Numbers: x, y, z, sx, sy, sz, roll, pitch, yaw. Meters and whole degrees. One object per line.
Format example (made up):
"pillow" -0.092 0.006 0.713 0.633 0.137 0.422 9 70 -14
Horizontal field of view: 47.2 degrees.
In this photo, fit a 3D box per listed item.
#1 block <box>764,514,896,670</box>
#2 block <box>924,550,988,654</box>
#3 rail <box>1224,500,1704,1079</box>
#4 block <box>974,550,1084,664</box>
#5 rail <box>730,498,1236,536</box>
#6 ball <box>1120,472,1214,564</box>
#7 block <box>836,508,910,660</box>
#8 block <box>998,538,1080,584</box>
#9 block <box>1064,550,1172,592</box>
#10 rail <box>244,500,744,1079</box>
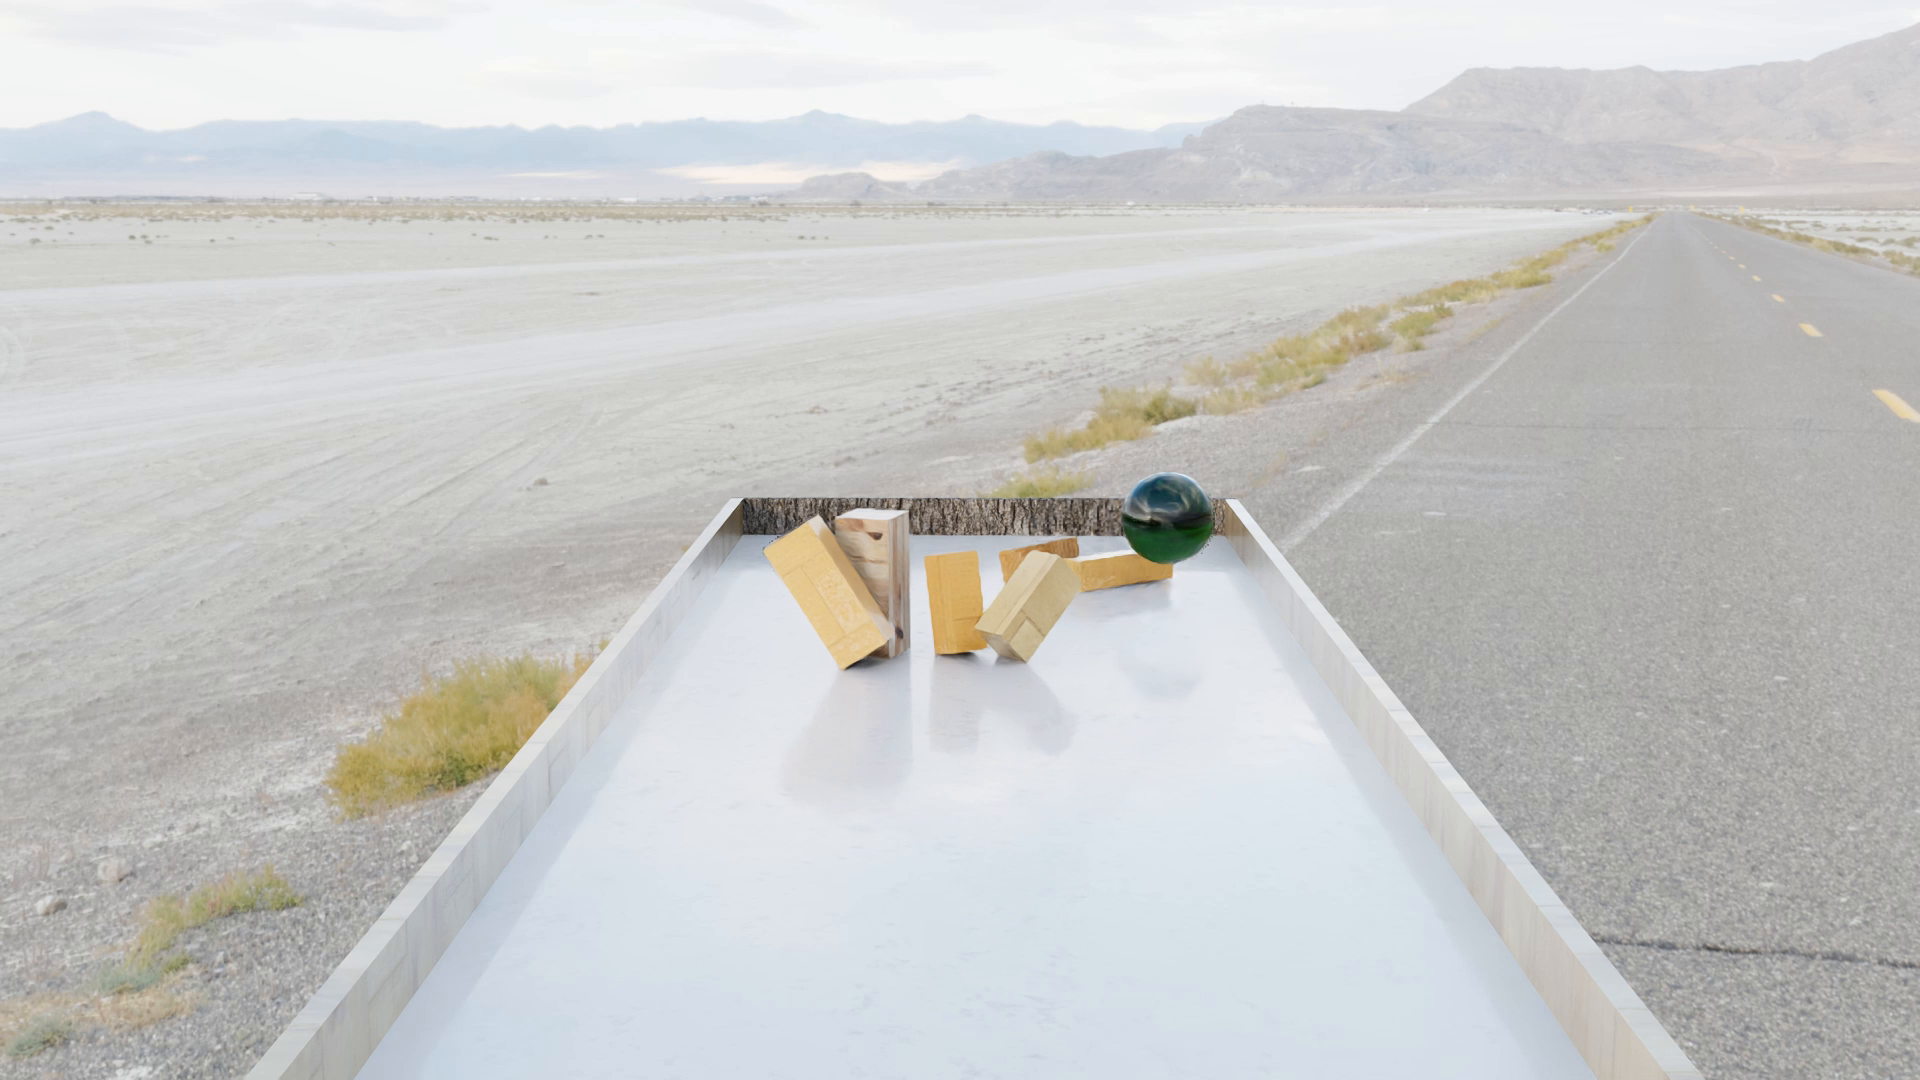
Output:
"block" -0.389 0.155 6.604 0.163 0.427 0.163 -32 3 12
"block" -0.012 0.192 6.775 0.118 0.303 0.118 -6 0 -35
"rail" 1.046 0.843 3.208 0.050 0.150 12.000 0 9 1
"block" 0.211 0.202 6.720 0.138 0.138 0.313 12 60 53
"rail" 0.099 -0.098 9.147 2.100 0.150 0.050 0 9 1
"ball" 0.746 -0.079 7.909 0.334 0.334 0.334 0 9 0
"block" -0.267 0.133 6.781 0.173 0.432 0.173 3 11 20
"block" 0.298 0.073 8.095 0.118 0.118 0.324 -9 1 40
"block" 0.569 0.104 7.984 0.458 0.108 0.108 -7 8 -39
"rail" -1.004 0.839 3.234 0.050 0.150 12.000 0 9 1
